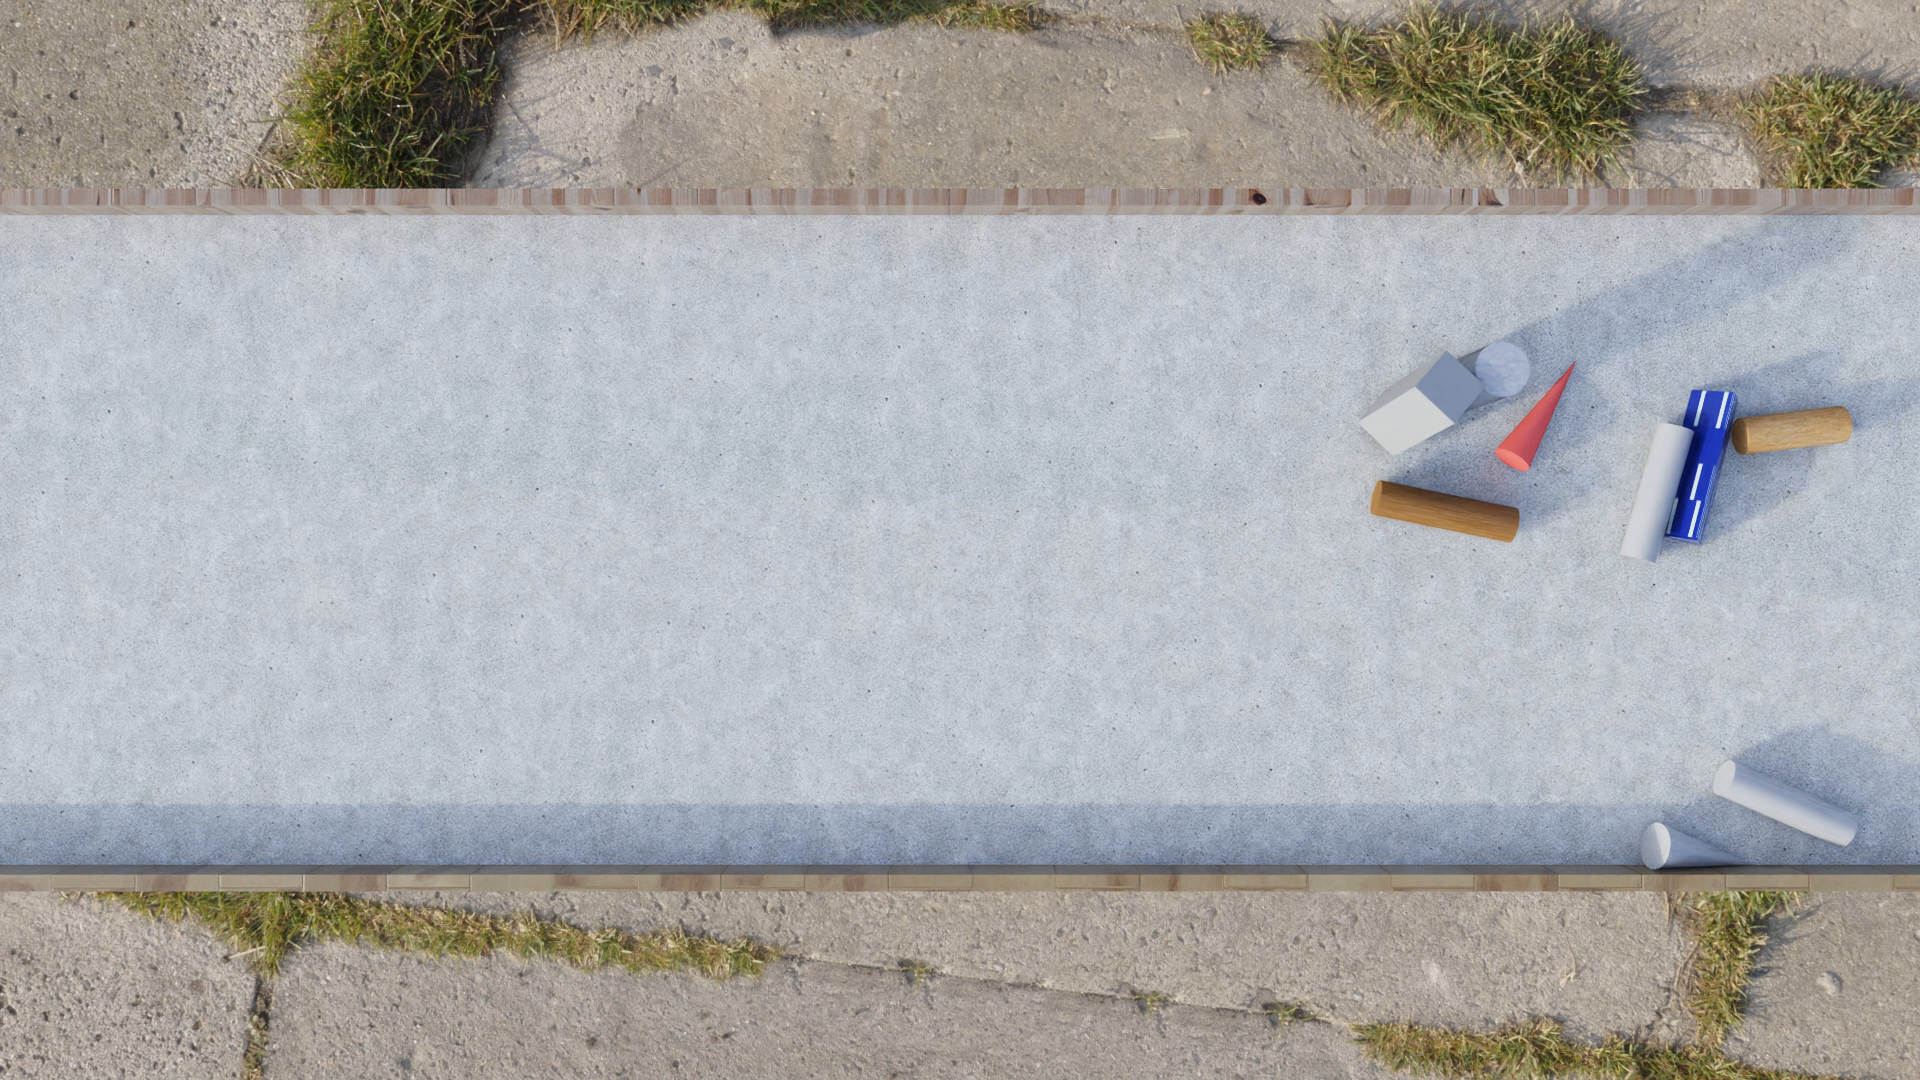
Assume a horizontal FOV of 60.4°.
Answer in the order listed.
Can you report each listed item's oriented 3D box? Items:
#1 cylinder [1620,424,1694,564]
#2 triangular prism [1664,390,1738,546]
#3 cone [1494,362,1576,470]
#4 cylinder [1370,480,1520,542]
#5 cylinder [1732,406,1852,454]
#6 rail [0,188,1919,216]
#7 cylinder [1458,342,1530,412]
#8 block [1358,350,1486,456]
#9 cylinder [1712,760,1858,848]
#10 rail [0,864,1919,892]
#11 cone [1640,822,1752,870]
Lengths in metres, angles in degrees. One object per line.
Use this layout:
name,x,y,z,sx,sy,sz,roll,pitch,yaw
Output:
cylinder,2.122,-0.140,5.023,0.107,0.107,0.418,16,90,0
triangular prism,2.264,-0.221,5.009,0.147,0.127,0.458,14,90,0
cone,1.790,-0.400,5.048,0.113,0.113,0.386,35,82,0
cylinder,1.476,-0.087,5.023,0.425,0.107,0.107,12,90,0
cylinder,2.530,-0.333,5.021,0.312,0.112,0.112,-7,90,0
rail,-2.247,-1.025,5.002,12.000,0.150,0.050,0,90,0
cylinder,1.539,-0.479,4.888,0.159,0.367,0.159,0,87,-3
block,1.354,-0.398,4.861,0.152,0.406,0.152,43,76,0
cylinder,2.511,0.803,5.020,0.404,0.112,0.112,24,90,0
rail,-2.247,1.025,5.001,12.000,0.150,0.050,0,90,0
cone,2.279,0.965,5.042,0.351,0.142,0.142,12,90,-11
